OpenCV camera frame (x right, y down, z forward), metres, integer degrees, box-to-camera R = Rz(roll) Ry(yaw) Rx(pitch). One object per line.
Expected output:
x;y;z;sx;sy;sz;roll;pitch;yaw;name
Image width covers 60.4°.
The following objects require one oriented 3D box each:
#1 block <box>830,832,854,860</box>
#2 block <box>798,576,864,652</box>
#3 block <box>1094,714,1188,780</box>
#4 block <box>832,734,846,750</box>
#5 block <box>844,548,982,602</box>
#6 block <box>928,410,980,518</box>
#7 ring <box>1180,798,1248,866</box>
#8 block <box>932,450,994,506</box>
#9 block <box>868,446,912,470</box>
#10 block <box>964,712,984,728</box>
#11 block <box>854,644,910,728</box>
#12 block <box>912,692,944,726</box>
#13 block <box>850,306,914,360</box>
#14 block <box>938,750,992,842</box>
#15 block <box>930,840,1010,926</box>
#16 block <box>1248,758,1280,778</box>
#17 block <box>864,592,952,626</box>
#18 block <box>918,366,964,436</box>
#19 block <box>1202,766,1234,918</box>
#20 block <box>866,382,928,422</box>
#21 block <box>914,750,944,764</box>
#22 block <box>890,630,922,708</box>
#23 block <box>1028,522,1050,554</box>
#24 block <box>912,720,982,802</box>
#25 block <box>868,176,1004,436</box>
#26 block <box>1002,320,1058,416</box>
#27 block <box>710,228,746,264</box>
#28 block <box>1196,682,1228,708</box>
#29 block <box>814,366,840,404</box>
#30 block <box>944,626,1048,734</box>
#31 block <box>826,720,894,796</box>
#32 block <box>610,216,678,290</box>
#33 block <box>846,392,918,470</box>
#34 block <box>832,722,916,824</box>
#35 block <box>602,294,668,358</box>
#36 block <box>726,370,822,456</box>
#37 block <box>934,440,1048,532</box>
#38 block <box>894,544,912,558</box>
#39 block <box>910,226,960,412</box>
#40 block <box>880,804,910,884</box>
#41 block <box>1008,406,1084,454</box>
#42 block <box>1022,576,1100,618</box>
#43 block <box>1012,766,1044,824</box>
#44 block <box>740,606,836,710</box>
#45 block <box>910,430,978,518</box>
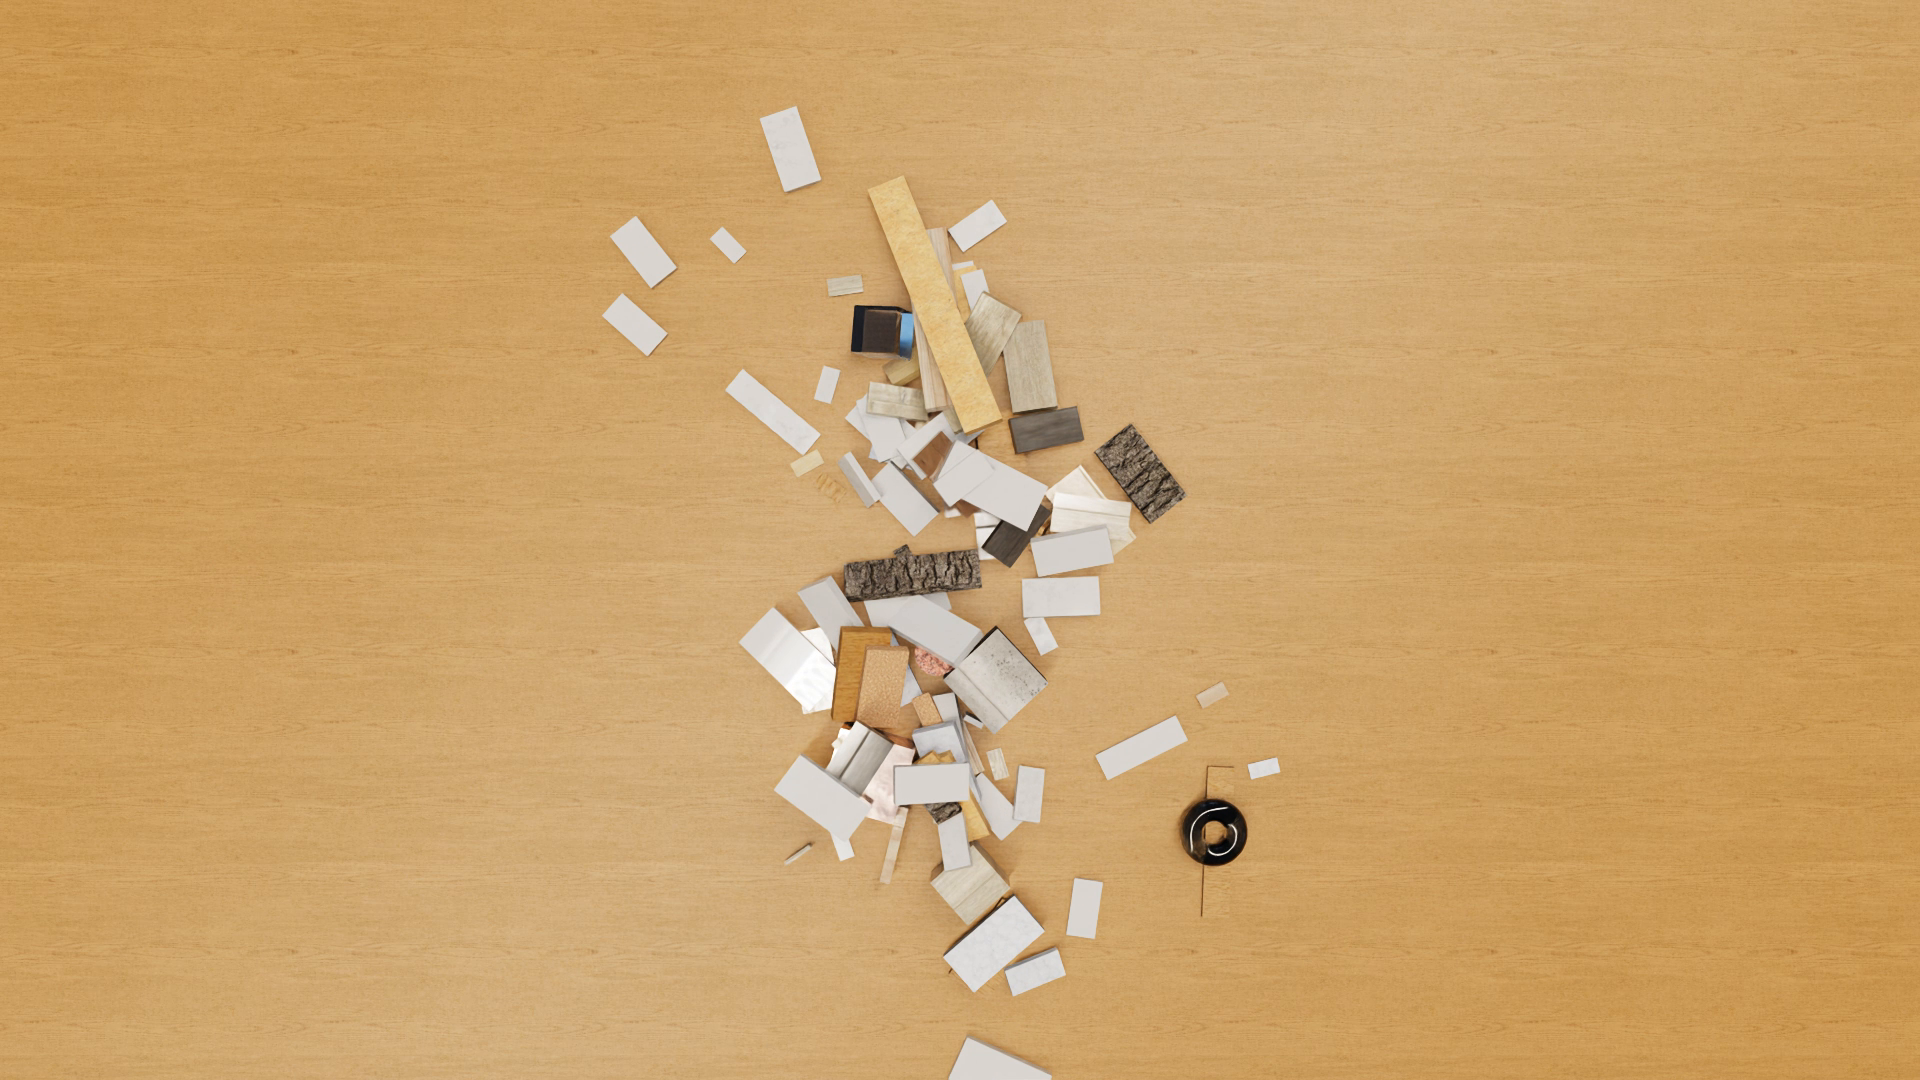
-0.391;1.012;5.493;0.050;0.014;0.101;-19;90;0;block
-0.408;0.252;5.414;0.133;0.038;0.265;-22;108;36;block
0.603;0.690;5.487;0.298;0.026;0.092;-27;90;0;block
-0.356;0.669;5.246;0.050;0.014;0.101;-43;90;0;block
-0.156;0.117;5.430;0.447;0.038;0.134;-6;54;0;block
-0.026;-0.290;5.456;0.117;0.033;0.422;-10;88;0;block
0.837;0.964;5.438;0.225;0.075;0.225;0;91;-1;ring
0.011;-0.199;5.286;0.184;0.026;0.092;-38;99;-7;block
-0.219;-0.277;5.493;0.162;0.015;0.051;16;90;0;block
0.045;0.592;5.436;0.064;0.129;0.018;28;90;0;block
-0.257;0.479;5.384;0.140;0.040;0.280;4;111;-16;block
-0.103;0.567;5.396;0.064;0.018;0.129;-24;90;12;block
-0.253;-0.679;5.403;0.152;0.152;0.152;5;90;19;block
-0.030;0.846;5.380;0.143;0.041;0.311;-22;105;16;block
0.033;1.114;5.408;0.184;0.184;0.184;-41;90;0;block
1.011;0.760;5.493;0.100;0.014;0.050;-14;90;0;block
-0.176;0.208;5.463;0.267;0.038;0.134;-19;90;-6;block
-0.027;-0.477;5.373;0.109;0.031;0.258;-27;74;-4;block
0.858;1.005;5.487;0.089;0.025;0.501;2;90;0;block
-0.204;-0.451;5.399;0.202;0.029;0.101;8;77;-14;block
-0.065;0.772;5.322;0.092;0.026;0.184;-37;101;19;block
-0.228;0.435;5.483;0.121;0.034;0.241;-26;90;0;block
0.261;-0.007;5.455;0.015;0.051;0.103;32;115;13;block
-0.041;0.737;5.385;0.143;0.041;0.286;-15;107;13;block
-0.084;-0.770;5.365;0.128;0.036;0.912;-22;75;1;block
0.226;-0.571;5.454;0.149;0.042;0.298;-9;80;0;block
-0.771;-0.980;5.492;0.058;0.016;0.115;-45;90;0;block
0.840;0.516;5.493;0.100;0.014;0.050;-29;90;0;block
-0.442;-0.516;5.492;0.058;0.016;0.115;17;90;0;block
0.115;0.452;5.381;0.239;0.239;0.239;-43;90;0;block
-0.341;0.723;5.219;0.140;0.040;0.280;33;96;0;block
-1.050;-0.955;5.485;0.109;0.031;0.219;-38;90;0;block
-0.242;-0.365;5.455;0.257;0.036;0.128;42;92;7;block
-0.296;0.753;5.377;0.247;0.247;0.247;17;90;0;block
-1.079;-0.715;5.486;0.202;0.029;0.101;42;90;0;block
-0.621;-0.424;5.487;0.339;0.026;0.092;40;90;0;block
0.099;-0.176;5.341;0.340;0.046;0.162;27;88;-12;block
-0.176;0.071;5.493;0.053;0.015;0.105;-28;90;0;block
-0.076;-0.723;5.394;0.149;0.042;0.613;-9;76;4;block
-0.216;0.996;5.440;0.034;0.121;0.254;14;90;0;block
0.285;-0.363;5.453;0.234;0.033;0.117;-12;86;-14;block
0.334;0.191;5.472;0.254;0.036;0.127;-2;80;0;block
0.227;0.841;5.454;0.089;0.025;0.177;10;74;-13;block
-0.555;0.391;5.439;0.323;0.046;0.162;44;90;0;block
-0.021;-0.213;5.360;0.133;0.038;0.265;-45;102;-6;block
